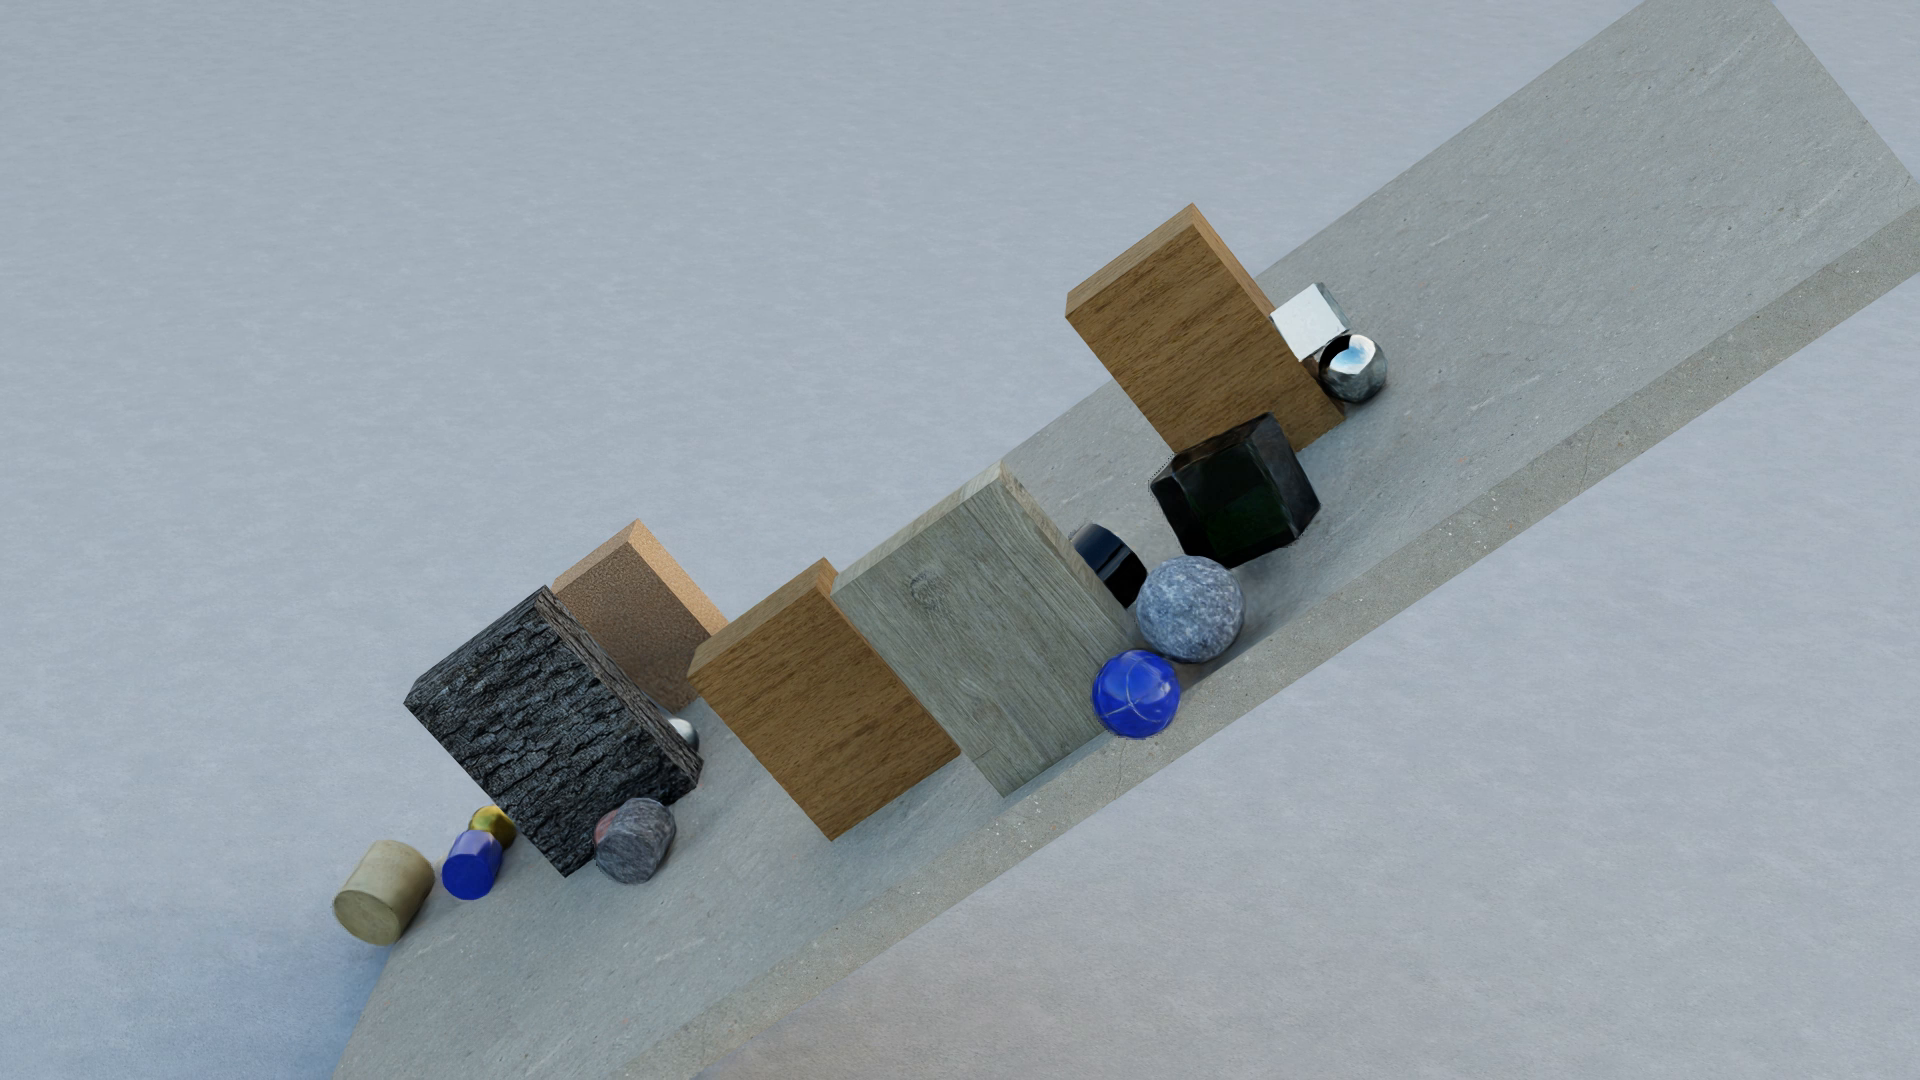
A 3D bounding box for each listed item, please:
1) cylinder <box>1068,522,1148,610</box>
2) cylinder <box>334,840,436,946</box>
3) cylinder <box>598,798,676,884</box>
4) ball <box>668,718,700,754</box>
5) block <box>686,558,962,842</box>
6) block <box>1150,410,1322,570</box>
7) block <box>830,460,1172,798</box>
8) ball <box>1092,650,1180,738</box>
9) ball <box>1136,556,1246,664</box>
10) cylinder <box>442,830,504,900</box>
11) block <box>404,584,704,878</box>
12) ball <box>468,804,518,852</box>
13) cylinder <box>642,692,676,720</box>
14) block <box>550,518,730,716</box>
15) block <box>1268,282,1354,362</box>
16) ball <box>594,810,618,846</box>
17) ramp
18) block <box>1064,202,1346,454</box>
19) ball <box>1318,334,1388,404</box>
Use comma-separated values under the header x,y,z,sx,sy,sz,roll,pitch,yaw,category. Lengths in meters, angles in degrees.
x,y,z,sx,sy,sz,roll,pitch,yaw,category
0.247,0.091,5.780,0.178,0.178,0.178,-46,42,-19,cylinder
-1.463,0.896,7.480,0.189,0.189,0.189,8,40,18,cylinder
-0.714,0.665,6.499,0.138,0.138,0.138,5,31,12,cylinder
-0.674,0.480,6.958,0.116,0.116,0.116,0,23,0,ball
-0.262,0.317,5.830,0.331,0.450,0.146,-35,16,17,block
0.511,-0.082,5.431,0.204,0.204,0.204,-25,9,26,block
0.077,0.166,5.350,0.387,0.509,0.087,-35,16,17,block
0.313,0.273,5.218,0.157,0.157,0.157,0,23,0,ball
0.413,0.125,5.271,0.195,0.195,0.195,0,23,0,ball
-1.205,0.803,7.270,0.129,0.129,0.129,1,21,2,cylinder
-0.938,0.447,6.818,0.407,0.567,0.129,-35,16,17,block
-1.180,0.730,7.425,0.124,0.124,0.124,0,23,0,ball
-0.782,0.458,7.154,0.154,0.154,0.154,40,18,-15,cylinder
-0.784,0.209,7.373,0.278,0.430,0.146,-35,16,17,block
0.694,-0.432,5.814,0.110,0.110,0.110,-35,-4,17,block
-0.766,0.668,6.647,0.119,0.119,0.119,0,23,0,ball
0.125,0.182,6.332,4.000,0.100,2.000,-35,16,17,ramp
0.490,-0.368,5.870,0.313,0.505,0.148,-35,16,17,block
0.777,-0.338,5.813,0.137,0.137,0.137,0,23,0,ball
